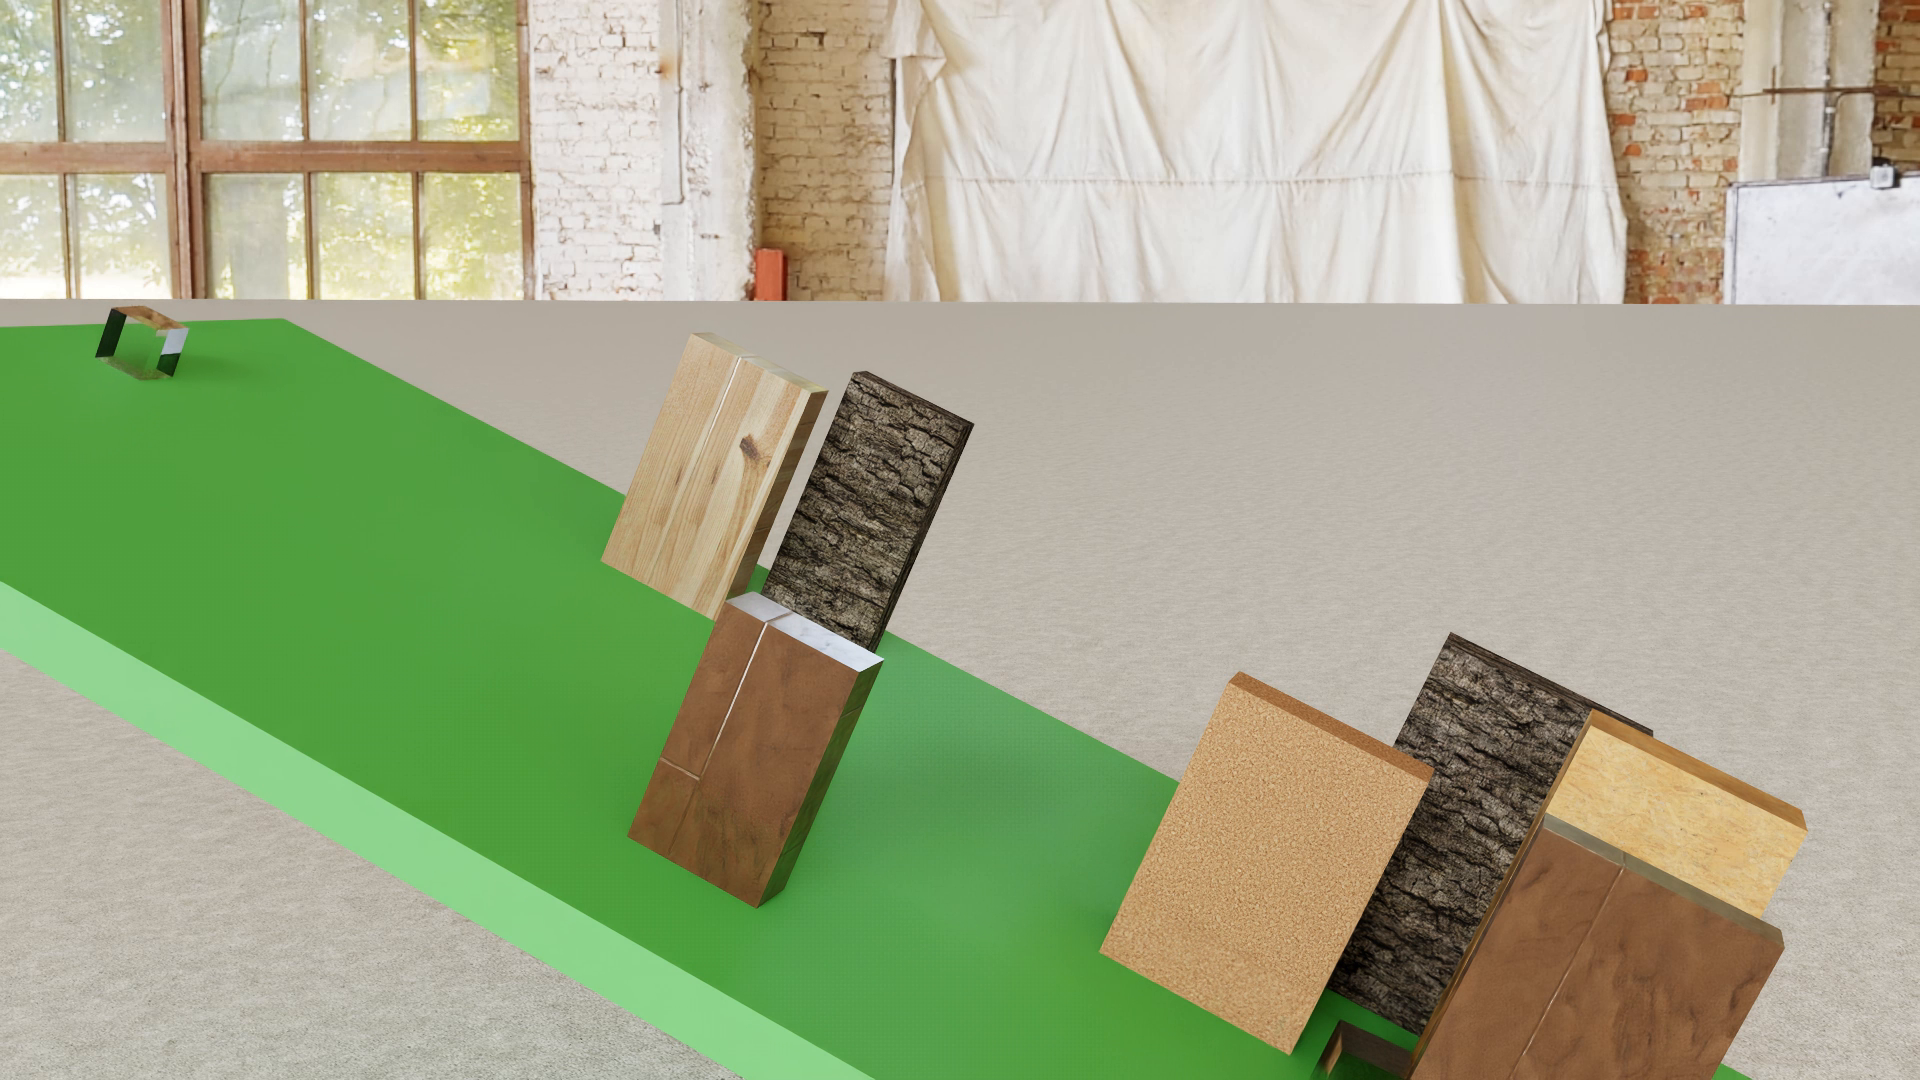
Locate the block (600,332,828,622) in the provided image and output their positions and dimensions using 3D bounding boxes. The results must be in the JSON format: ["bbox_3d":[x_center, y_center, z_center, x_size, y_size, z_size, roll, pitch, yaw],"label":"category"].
[{"bbox_3d":[-0.530,-0.137,4.734,0.296,0.541,0.106,27,14,13],"label":"block"}]

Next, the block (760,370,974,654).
[{"bbox_3d":[-0.213,-0.055,4.884,0.277,0.575,0.086,27,14,13],"label":"block"}]

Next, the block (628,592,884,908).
[{"bbox_3d":[-0.327,0.332,3.504,0.244,0.426,0.118,27,14,13],"label":"block"}]

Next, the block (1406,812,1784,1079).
[{"bbox_3d":[0.779,0.776,2.980,0.334,0.741,0.084,27,14,13],"label":"block"}]

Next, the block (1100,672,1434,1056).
[{"bbox_3d":[0.531,0.560,3.831,0.373,0.543,0.116,27,14,13],"label":"block"}]

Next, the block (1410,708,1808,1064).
[{"bbox_3d":[1.025,0.708,3.598,0.360,0.772,0.146,27,14,13],"label":"block"}]

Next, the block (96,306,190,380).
[{"bbox_3d":[-1.743,-0.420,4.689,0.117,0.117,0.117,26,13,9],"label":"block"}]

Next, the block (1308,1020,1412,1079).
[{"bbox_3d":[0.662,0.899,3.640,0.128,0.128,0.128,24,13,3],"label":"block"}]

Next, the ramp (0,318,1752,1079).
[{"bbox_3d":[-0.277,0.477,4.177,4.000,0.100,2.000,27,14,13],"label":"ramp"}]

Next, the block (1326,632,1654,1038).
[{"bbox_3d":[0.950,0.581,4.132,0.408,0.696,0.136,27,14,13],"label":"block"}]
